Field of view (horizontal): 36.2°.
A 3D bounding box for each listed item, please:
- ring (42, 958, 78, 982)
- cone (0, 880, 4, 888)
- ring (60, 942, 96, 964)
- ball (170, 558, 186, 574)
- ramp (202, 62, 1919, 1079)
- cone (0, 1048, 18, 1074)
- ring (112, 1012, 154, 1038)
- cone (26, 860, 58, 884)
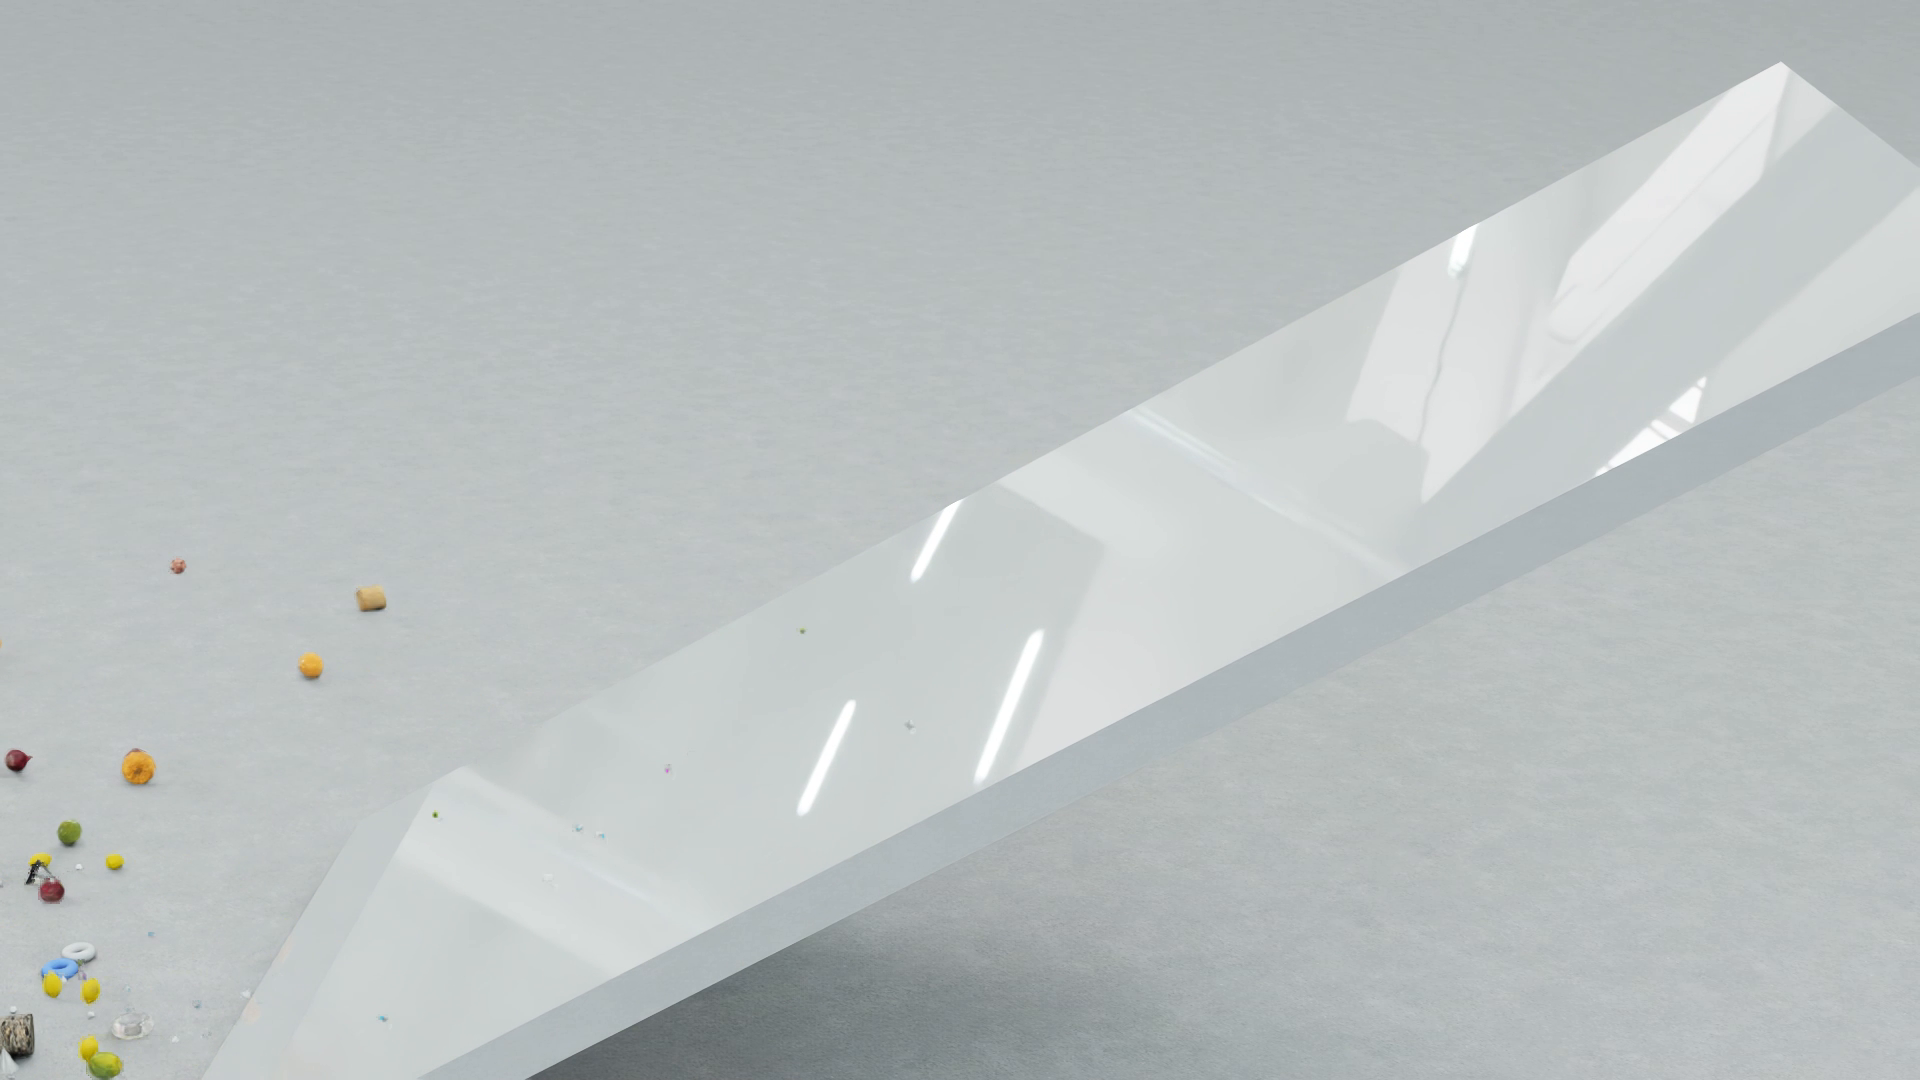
[{"bbox_3d":[-2.137,1.020,6.982,0.084,0.028,0.084,1,19,0],"label":"ring"},{"bbox_3d":[-2.454,0.857,7.457,0.082,0.082,0.082,35,29,14],"label":"cone"},{"bbox_3d":[-2.118,0.993,7.066,0.081,0.027,0.081,-1,20,0],"label":"ring"},{"bbox_3d":[-2.594,0.086,9.753,0.050,0.050,0.050,0,18,0],"label":"ball"},{"bbox_3d":[0.142,0.168,6.284,4.000,0.100,2.000,-28,15,12],"label":"ramp"},{"bbox_3d":[-2.125,1.153,6.543,0.054,0.054,0.054,0,18,0],"label":"cone"},{"bbox_3d":[-1.889,1.108,6.713,0.095,0.032,0.095,0,20,0],"label":"ring"},{"bbox_3d":[-2.322,0.856,7.467,0.072,0.072,0.072,25,15,-11],"label":"cone"}]
